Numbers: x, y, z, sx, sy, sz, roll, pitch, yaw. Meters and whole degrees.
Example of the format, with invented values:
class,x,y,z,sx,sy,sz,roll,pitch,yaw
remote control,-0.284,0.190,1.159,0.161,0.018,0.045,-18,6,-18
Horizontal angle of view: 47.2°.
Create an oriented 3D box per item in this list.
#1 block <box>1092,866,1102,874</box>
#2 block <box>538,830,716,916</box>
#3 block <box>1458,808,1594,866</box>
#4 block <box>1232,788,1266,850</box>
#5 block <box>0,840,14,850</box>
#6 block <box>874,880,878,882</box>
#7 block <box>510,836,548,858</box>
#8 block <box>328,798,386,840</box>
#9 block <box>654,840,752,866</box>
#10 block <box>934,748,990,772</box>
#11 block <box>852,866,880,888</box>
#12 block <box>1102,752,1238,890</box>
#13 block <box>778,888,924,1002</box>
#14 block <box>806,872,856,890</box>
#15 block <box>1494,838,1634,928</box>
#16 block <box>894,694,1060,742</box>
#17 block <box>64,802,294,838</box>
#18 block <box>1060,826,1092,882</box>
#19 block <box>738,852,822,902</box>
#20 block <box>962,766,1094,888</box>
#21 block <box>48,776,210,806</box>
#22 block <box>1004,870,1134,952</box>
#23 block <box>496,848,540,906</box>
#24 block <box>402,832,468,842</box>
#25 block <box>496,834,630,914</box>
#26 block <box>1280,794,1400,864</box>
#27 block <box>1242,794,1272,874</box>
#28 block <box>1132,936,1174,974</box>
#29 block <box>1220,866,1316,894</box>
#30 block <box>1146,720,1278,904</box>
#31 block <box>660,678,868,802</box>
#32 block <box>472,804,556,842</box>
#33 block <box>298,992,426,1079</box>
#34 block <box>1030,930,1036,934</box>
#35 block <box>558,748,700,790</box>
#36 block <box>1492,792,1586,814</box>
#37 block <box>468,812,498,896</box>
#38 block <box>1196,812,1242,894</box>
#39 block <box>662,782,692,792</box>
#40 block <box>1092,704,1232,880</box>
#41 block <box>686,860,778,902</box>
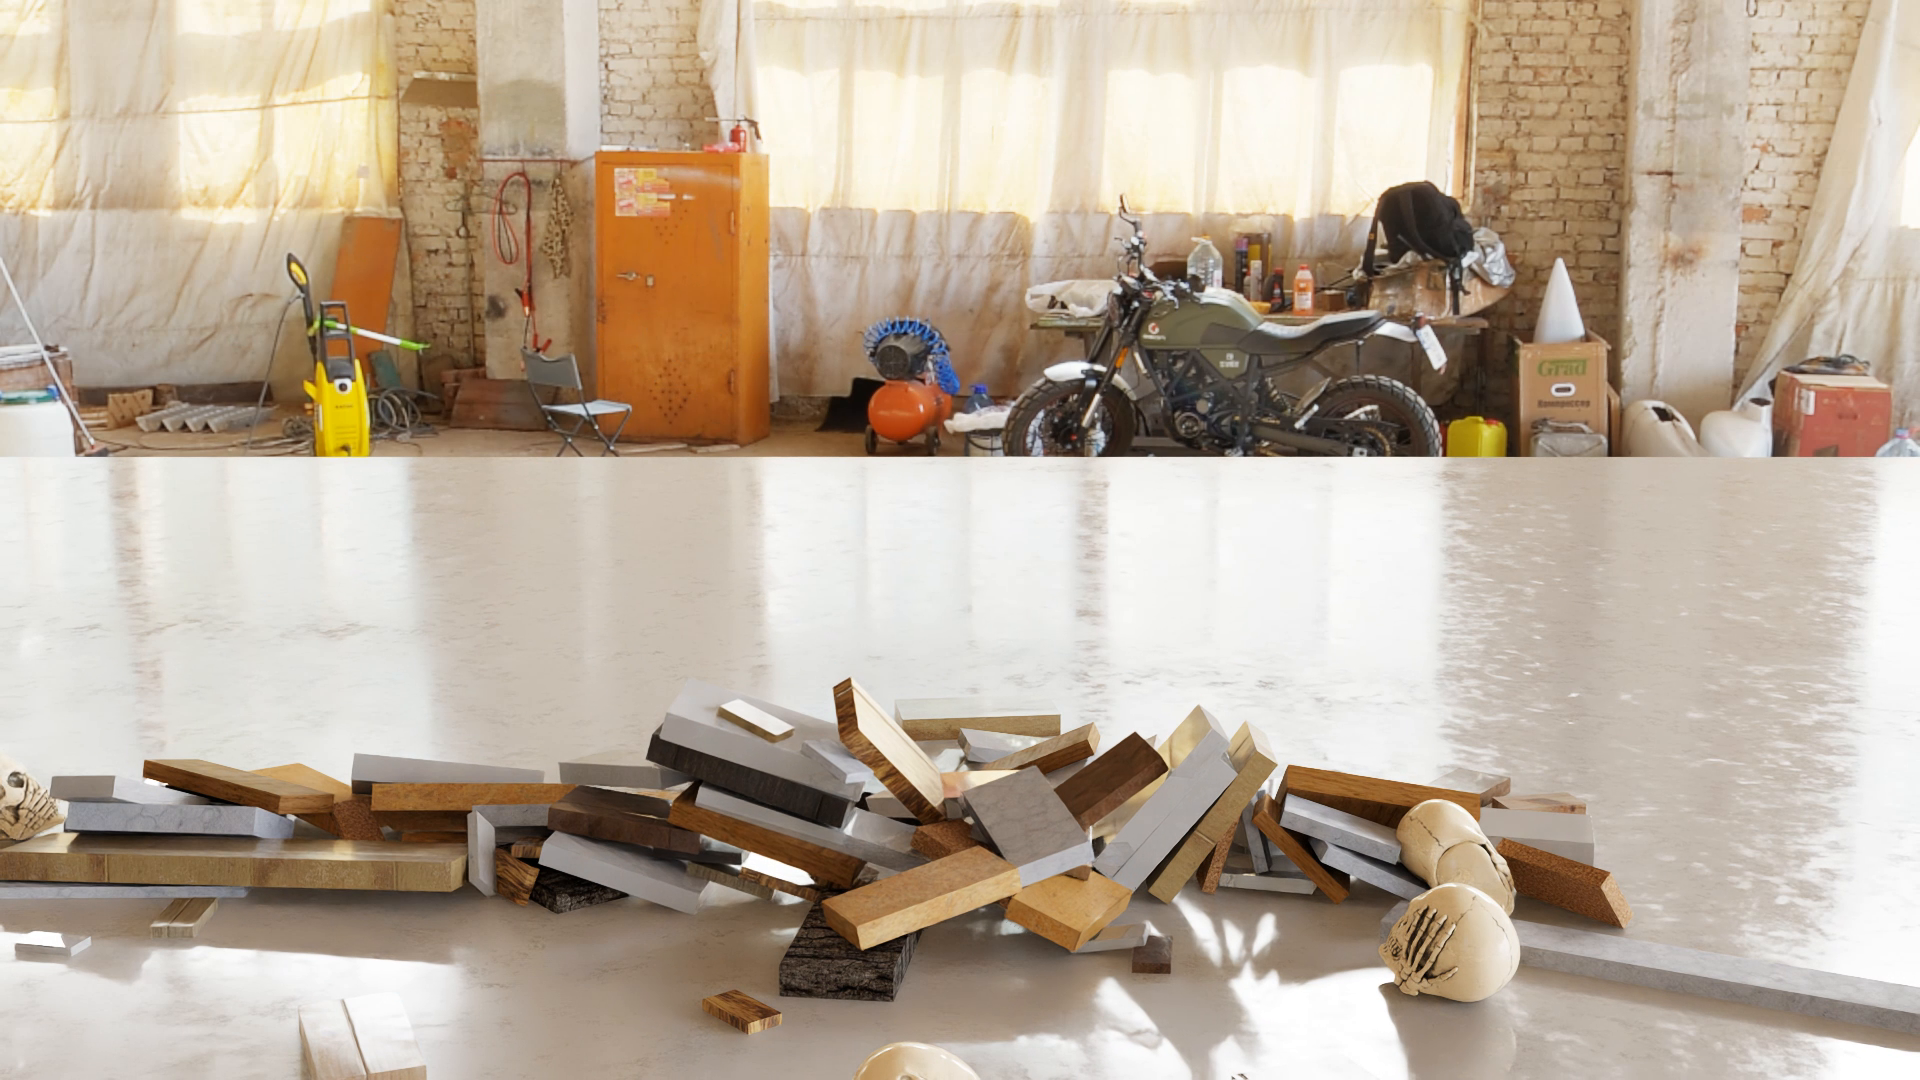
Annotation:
class,x,y,z,sx,sy,sz,roll,pitch,yaw
block,0.175,0.560,3.662,0.123,0.017,0.062,-22,11,2
block,-0.545,0.538,3.638,0.270,0.038,0.135,18,12,4
block,0.952,0.523,3.903,0.328,0.046,0.164,3,11,13
block,0.460,0.465,3.875,0.030,0.104,0.209,-6,12,-31
block,-1.778,0.536,3.812,0.231,0.033,0.116,2,0,12
block,-0.089,0.571,3.676,0.103,0.015,0.051,-11,5,-15
block,-0.716,0.519,3.713,0.065,0.018,0.130,4,-1,-4
block,-1.064,0.511,3.890,0.065,0.018,0.130,-7,40,-34
block,-0.426,0.512,3.655,0.149,0.021,0.075,4,11,8
block,0.001,0.455,4.314,0.105,0.030,0.211,2,11,12
block,-0.170,0.559,3.673,0.051,0.015,0.103,24,5,8
block,0.334,0.465,3.645,0.042,0.299,0.149,40,6,-9
block,-0.160,0.619,3.383,0.170,0.048,0.339,1,11,7
block,-0.200,0.565,3.639,0.103,0.015,0.051,20,6,-33
block,0.978,0.556,3.569,0.030,0.107,0.214,-47,33,-20
block,0.036,0.378,4.682,0.334,0.047,0.167,-1,11,-7
block,-1.360,0.498,3.842,0.336,0.048,0.168,1,-15,6
block,0.168,0.498,3.581,0.090,0.025,0.179,16,14,0
block,-0.285,0.560,3.644,0.149,0.021,0.075,18,12,4
block,0.107,0.458,3.531,0.131,0.037,0.263,-19,26,-10
block,-1.449,0.451,3.845,0.130,0.037,0.259,-2,-16,17
block,0.173,0.569,3.444,0.121,0.034,0.241,24,15,19
block,-0.747,0.559,3.657,0.018,0.064,0.128,25,-7,-39
block,-0.905,0.529,3.859,0.065,0.018,0.130,8,0,43
block,-0.688,0.562,3.714,0.135,0.038,0.270,-8,13,-38
block,0.629,0.477,3.636,0.197,0.028,0.099,18,13,8
block,0.497,0.481,3.716,0.022,0.153,0.077,-14,-3,13
block,0.296,0.636,3.377,0.059,0.017,0.117,1,11,7
block,0.517,0.570,3.684,0.153,0.022,0.076,3,1,15
block,0.411,0.451,3.653,0.042,0.299,0.149,34,12,-8
block,-0.309,0.327,3.624,0.338,0.048,0.169,18,17,2
block,-0.704,0.496,3.854,0.270,0.038,0.135,-1,-19,3
block,-0.819,0.693,3.005,0.137,0.039,0.275,-4,11,-22
block,0.175,0.609,3.517,0.062,0.017,0.123,9,14,41
block,-0.548,0.390,3.756,0.265,0.037,0.132,-3,4,42
block,1.081,0.497,4.109,0.152,0.022,0.076,-2,11,-12
block,-0.796,0.523,3.664,0.018,0.064,0.128,-18,52,8
block,0.434,0.509,3.689,0.022,0.153,0.077,16,10,-5
block,-0.507,0.480,4.217,0.116,0.016,0.058,2,11,9
block,0.322,0.414,3.636,0.042,0.299,0.149,40,7,-9
block,-0.374,0.554,3.653,0.149,0.021,0.075,18,12,4
